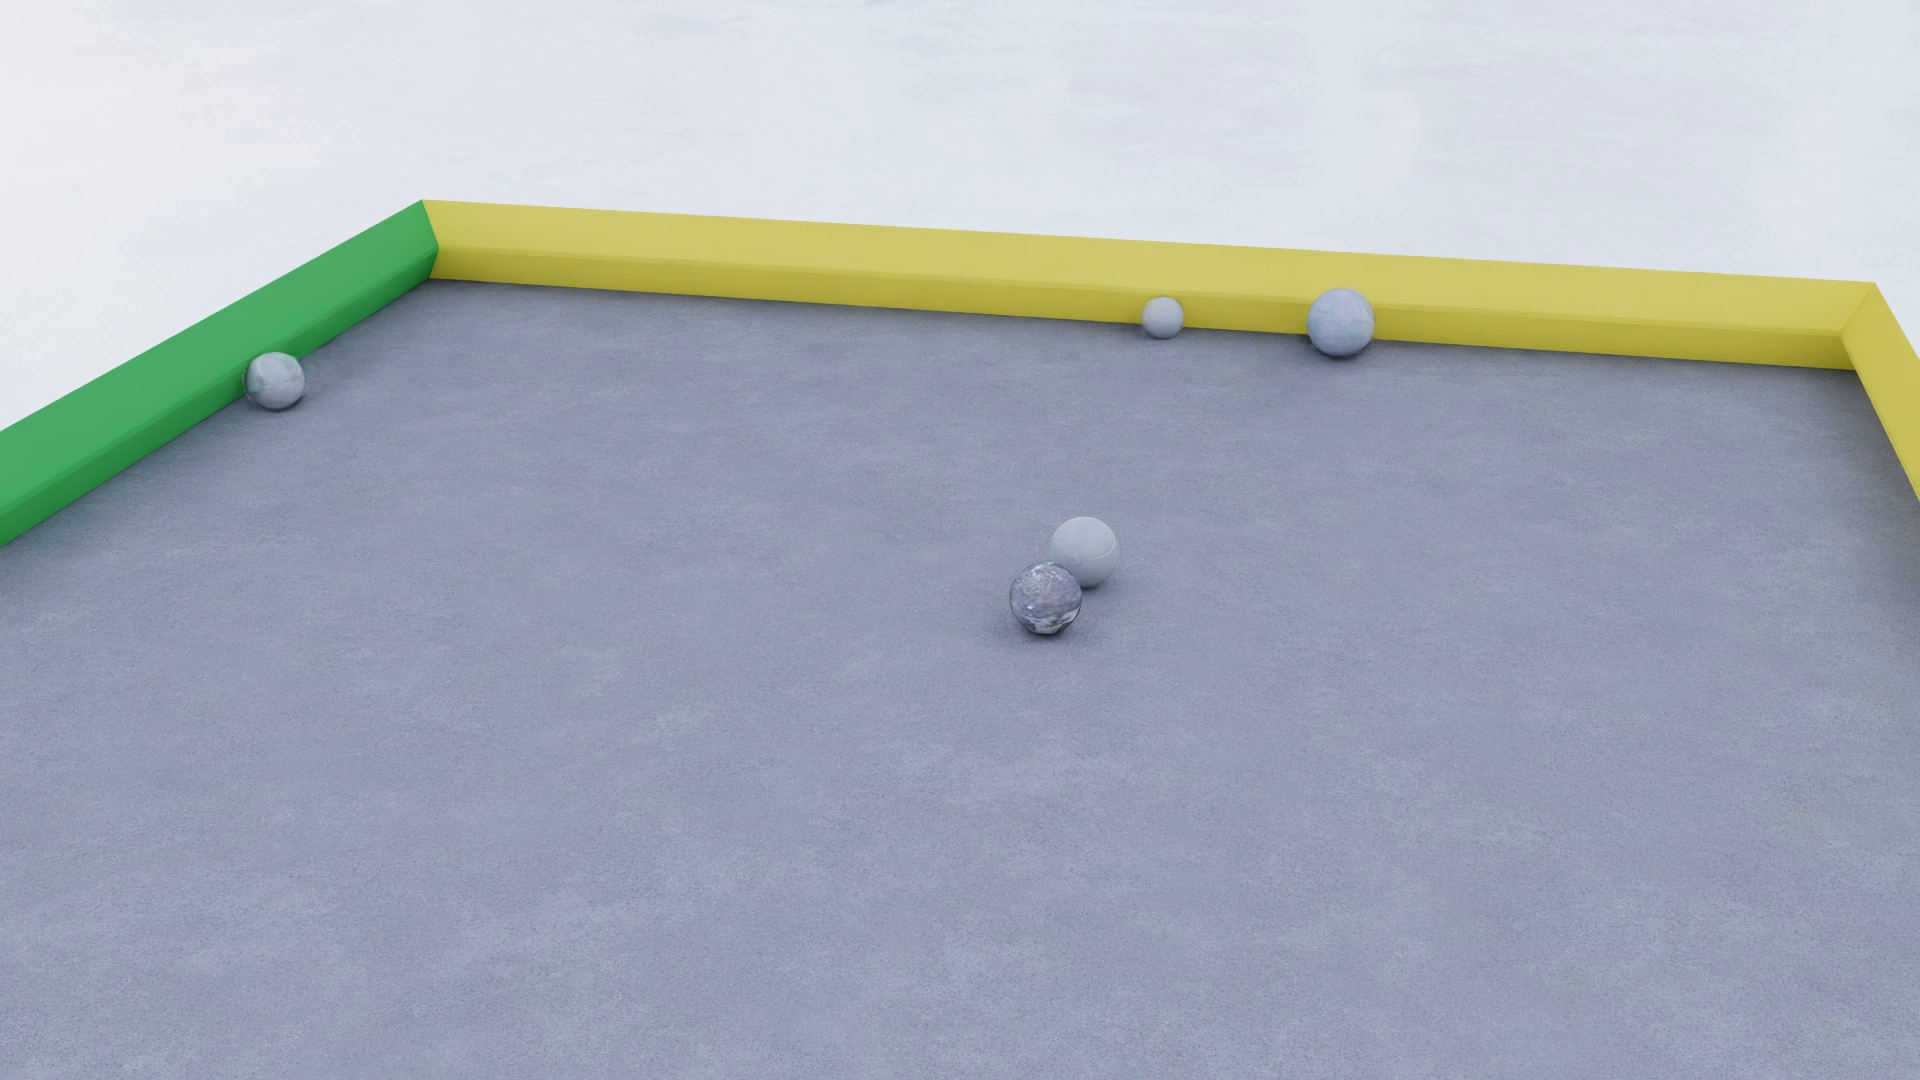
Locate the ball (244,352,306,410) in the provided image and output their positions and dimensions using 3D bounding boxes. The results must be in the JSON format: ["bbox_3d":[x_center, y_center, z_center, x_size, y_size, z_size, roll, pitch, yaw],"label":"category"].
[{"bbox_3d":[-0.937,-0.218,3.010,0.079,0.079,0.079,0,23,0],"label":"ball"}]

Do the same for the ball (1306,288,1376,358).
[{"bbox_3d":[0.558,-0.318,3.220,0.100,0.100,0.100,0,23,0],"label":"ball"}]

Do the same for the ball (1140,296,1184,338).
[{"bbox_3d":[0.304,-0.335,3.307,0.064,0.064,0.064,0,23,0],"label":"ball"}]

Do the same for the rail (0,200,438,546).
[{"bbox_3d":[-1.280,0.261,1.806,0.045,0.130,3.966,5,23,11],"label":"rail"}]

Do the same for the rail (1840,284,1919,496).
[{"bbox_3d":[0.852,0.444,1.372,0.045,0.130,3.966,5,23,11],"label":"rail"}]

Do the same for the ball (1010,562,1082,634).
[{"bbox_3d":[0.092,0.062,2.348,0.078,0.078,0.078,0,23,0],"label":"ball"}]

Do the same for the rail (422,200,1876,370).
[{"bbox_3d":[0.209,-0.391,3.352,2.231,0.130,0.045,5,23,11],"label":"rail"}]

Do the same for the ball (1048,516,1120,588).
[{"bbox_3d":[0.138,0.014,2.459,0.080,0.080,0.080,0,23,0],"label":"ball"}]
